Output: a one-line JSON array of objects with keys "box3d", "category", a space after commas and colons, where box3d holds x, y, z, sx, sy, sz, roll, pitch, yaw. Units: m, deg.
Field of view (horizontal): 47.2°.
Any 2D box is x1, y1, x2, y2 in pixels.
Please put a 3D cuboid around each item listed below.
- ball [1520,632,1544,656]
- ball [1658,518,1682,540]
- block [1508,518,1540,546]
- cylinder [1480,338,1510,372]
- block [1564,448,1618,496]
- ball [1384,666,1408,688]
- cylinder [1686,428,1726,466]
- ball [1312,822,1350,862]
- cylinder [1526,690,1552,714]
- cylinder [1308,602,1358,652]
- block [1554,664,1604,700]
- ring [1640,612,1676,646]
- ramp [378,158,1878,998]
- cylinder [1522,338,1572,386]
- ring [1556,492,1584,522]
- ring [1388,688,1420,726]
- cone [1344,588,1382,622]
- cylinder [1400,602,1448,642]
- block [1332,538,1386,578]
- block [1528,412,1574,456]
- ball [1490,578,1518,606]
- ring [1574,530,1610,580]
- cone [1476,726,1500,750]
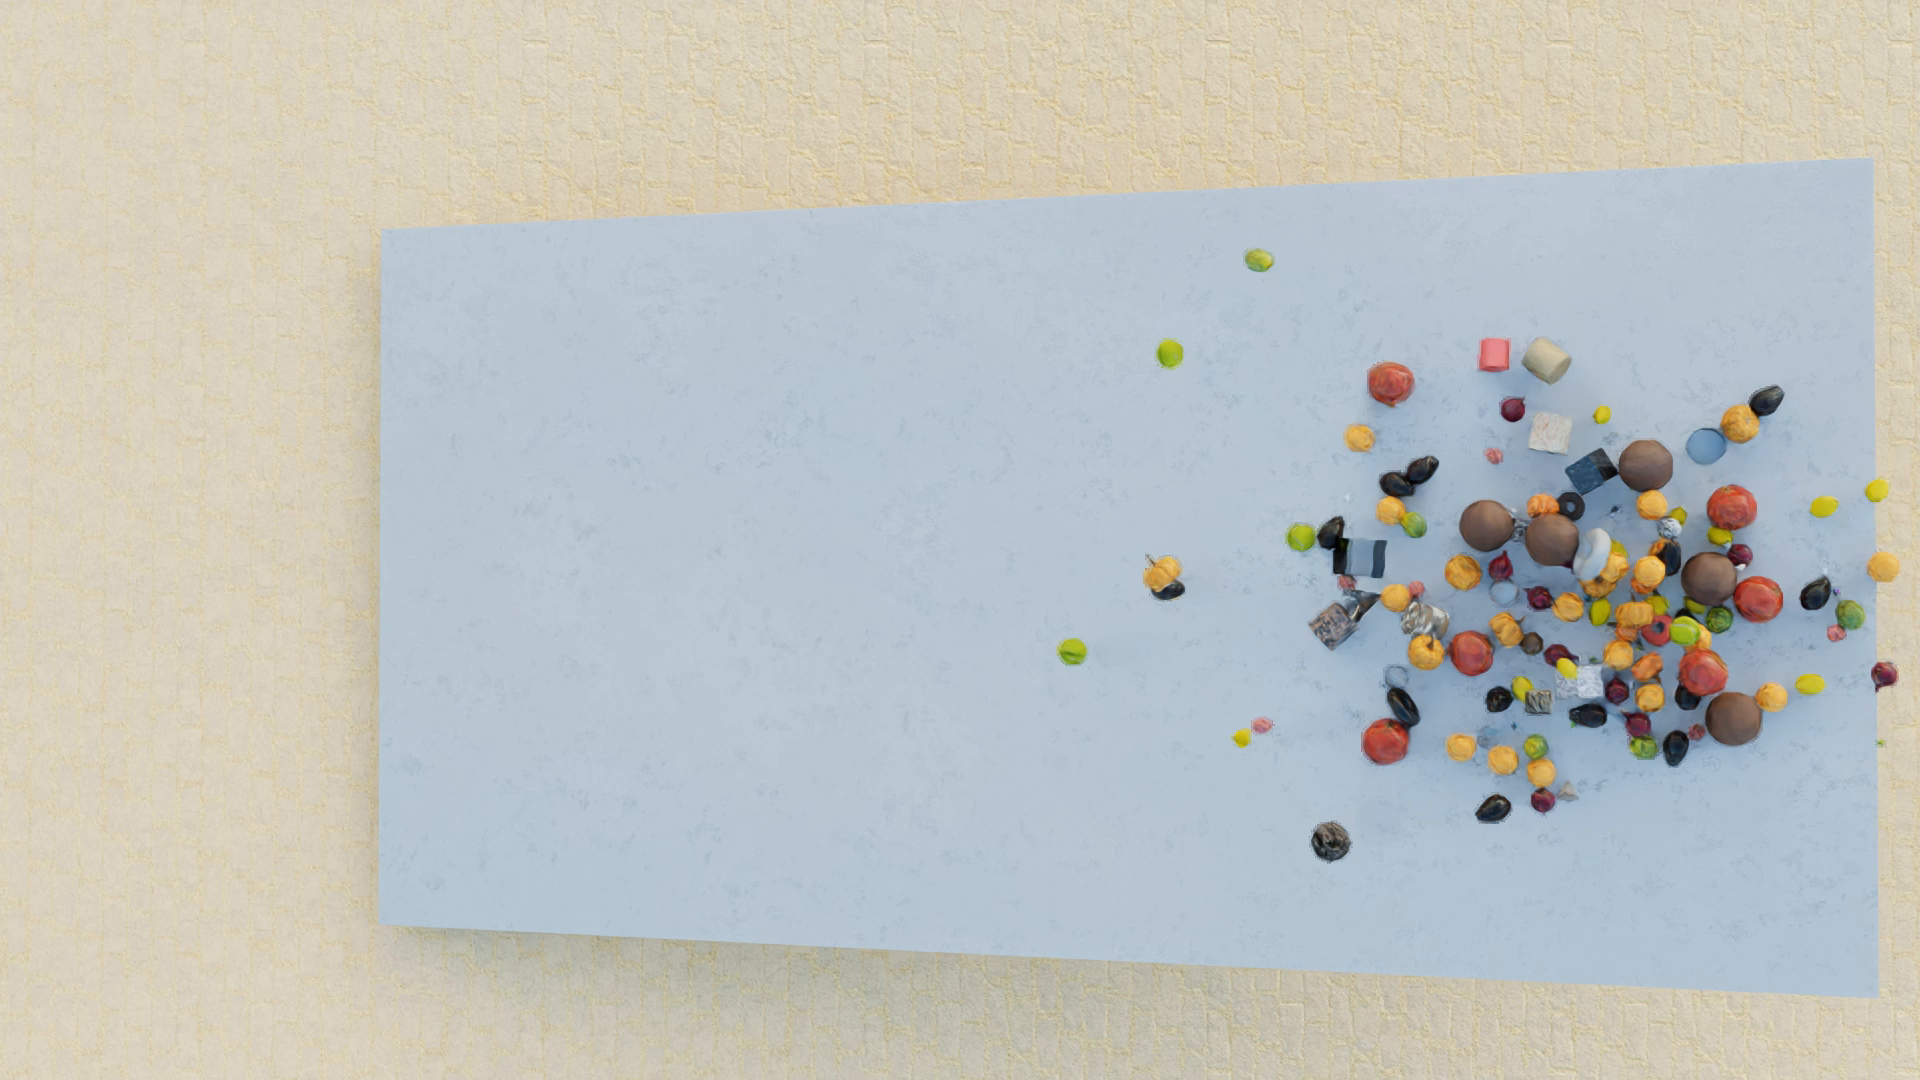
[{"box3d": [1.408, 0.256, 5.415, 0.058, 0.058, 0.058, 0, 89, 0], "category": "ball"}, {"box3d": [1.700, -0.027, 5.271, 0.054, 0.054, 0.054, 0, 89, 0], "category": "ball"}, {"box3d": [1.390, -0.021, 5.421, 0.058, 0.058, 0.058, 14, 93, 8], "category": "block"}, {"box3d": [1.322, -0.457, 5.440, 0.069, 0.069, 0.069, 4, 84, 0], "category": "cylinder"}, {"box3d": [1.539, -0.166, 5.359, 0.077, 0.077, 0.077, -40, 77, 43], "category": "block"}, {"box3d": [1.092, 0.343, 5.503, 0.060, 0.060, 0.060, 0, 89, 0], "category": "ball"}, {"box3d": [1.796, -0.224, 5.296, 0.088, 0.088, 0.088, 0, 89, 16], "category": "cylinder"}, {"box3d": [0.918, 0.747, 5.441, 0.095, 0.095, 0.095, 0, 89, 0], "category": "ball"}, {"box3d": [1.414, 0.395, 5.374, 0.057, 0.057, 0.057, 1, 89, 7], "category": "cylinder"}, {"box3d": [0.940, 0.217, 5.532, 0.090, 0.090, 0.090, -42, 89, 11], "category": "cylinder"}, {"box3d": [1.508, 0.346, 5.357, 0.077, 0.077, 0.077, -2, 86, -26], "category": "block"}, {"box3d": [1.697, 0.215, 5.349, 0.083, 0.028, 0.083, -1, 88, 16], "category": "ring"}, {"box3d": [0.269, 0.096, 5.824, 4.000, 0.100, 2.000, 0, 89, 16], "category": "ramp"}, {"box3d": [1.438, -0.437, 5.393, 0.084, 0.084, 0.084, -48, 63, -1], "category": "cylinder"}, {"box3d": [1.499, -0.082, 5.400, 0.075, 0.025, 0.075, 8, 101, 42], "category": "ring"}, {"box3d": [1.105, 0.416, 5.474, 0.036, 0.109, 0.109, -38, 89, 23], "category": "ring"}, {"box3d": [1.027, 0.150, 5.535, 0.089, 0.089, 0.089, -19, 89, -12], "category": "cone"}, {"box3d": [1.154, 0.203, 5.457, 0.085, 0.085, 0.085, 17, 89, -16], "category": "cylinder"}, {"box3d": [0.998, 0.043, 5.497, 0.092, 0.092, 0.092, 4, 91, -21], "category": "block"}, {"box3d": [1.450, -0.261, 5.394, 0.091, 0.091, 0.091, 10, 92, 16], "category": "block"}, {"box3d": [1.344, 0.128, 5.429, 0.070, 0.070, 0.070, 0, 89, 0], "category": "ball"}, {"box3d": [1.506, 0.036, 5.241, 0.044, 0.132, 0.132, 21, 89, -5], "category": "ring"}, {"box3d": [1.304, 0.491, 5.440, 0.057, 0.057, 0.057, -1, 87, 17], "category": "cone"}]
